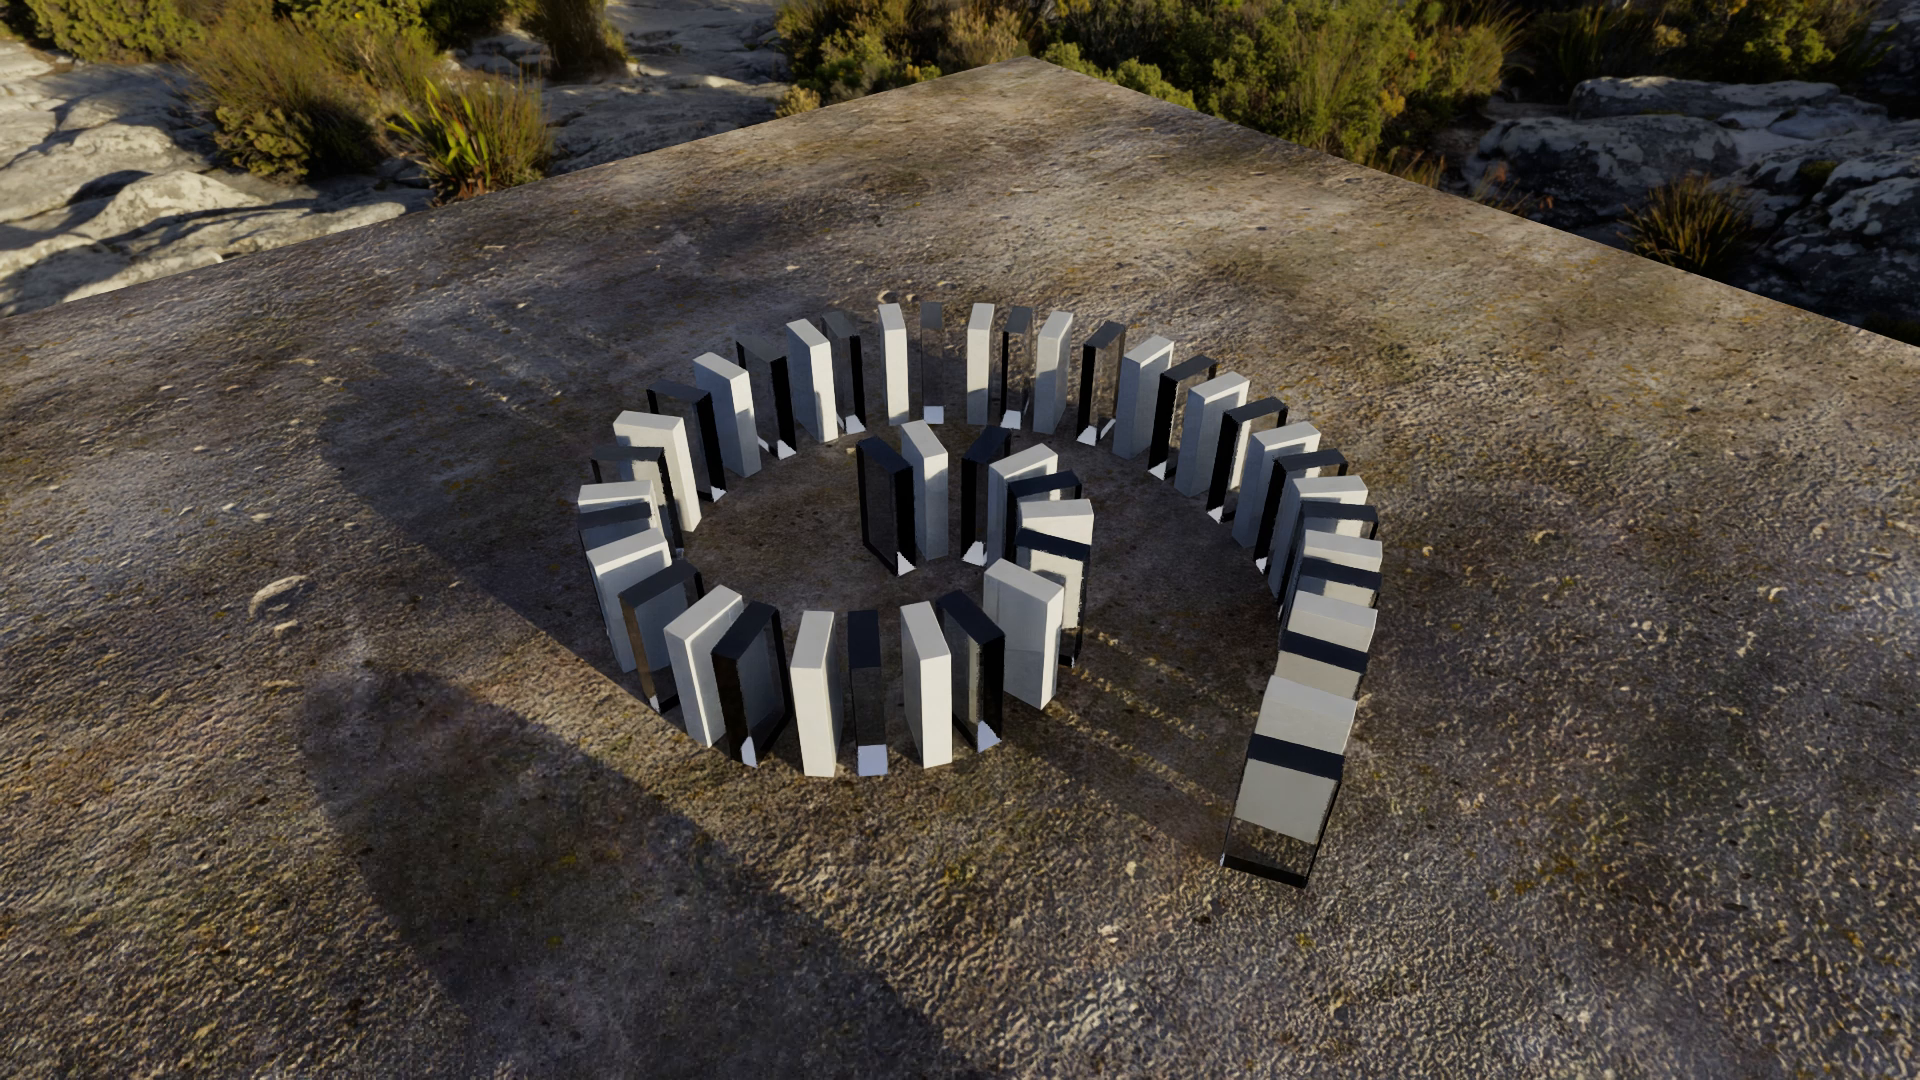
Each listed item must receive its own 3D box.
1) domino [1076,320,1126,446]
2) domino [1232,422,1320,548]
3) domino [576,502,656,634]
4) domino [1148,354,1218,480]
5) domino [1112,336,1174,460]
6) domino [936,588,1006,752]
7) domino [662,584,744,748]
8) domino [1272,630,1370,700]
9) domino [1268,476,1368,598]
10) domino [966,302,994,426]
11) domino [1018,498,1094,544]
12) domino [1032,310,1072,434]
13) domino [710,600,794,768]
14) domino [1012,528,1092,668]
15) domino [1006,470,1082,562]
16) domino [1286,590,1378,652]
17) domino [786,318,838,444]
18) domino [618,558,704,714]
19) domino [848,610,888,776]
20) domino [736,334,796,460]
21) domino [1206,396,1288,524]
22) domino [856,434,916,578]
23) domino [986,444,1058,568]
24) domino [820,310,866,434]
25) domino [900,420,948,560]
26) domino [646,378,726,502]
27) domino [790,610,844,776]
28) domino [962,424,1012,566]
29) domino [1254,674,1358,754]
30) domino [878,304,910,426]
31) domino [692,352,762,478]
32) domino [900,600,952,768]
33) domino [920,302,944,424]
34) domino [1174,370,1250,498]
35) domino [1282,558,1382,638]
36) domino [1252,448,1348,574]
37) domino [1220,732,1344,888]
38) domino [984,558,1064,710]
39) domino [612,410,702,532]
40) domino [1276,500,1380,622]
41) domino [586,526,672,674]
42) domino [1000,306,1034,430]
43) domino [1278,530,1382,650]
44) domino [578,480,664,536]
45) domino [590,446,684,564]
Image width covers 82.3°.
[{"bbox_3d":[0.064,-0.071,0.498,0.009,0.050,0.025,20,43,22],"label":"domino"},{"bbox_3d":[0.125,-0.021,0.438,0.025,0.050,0.010,-14,41,-16],"label":"domino"},{"bbox_3d":[-0.120,0.011,0.398,0.025,0.050,0.010,-12,41,-14],"label":"domino"},{"bbox_3d":[0.096,-0.053,0.476,0.025,0.050,0.009,-28,47,-30],"label":"domino"},{"bbox_3d":[0.081,-0.063,0.488,0.010,0.050,0.025,30,48,31],"label":"domino"},{"bbox_3d":[0.003,0.043,0.359,0.010,0.050,0.025,-22,44,-25],"label":"domino"},{"bbox_3d":[-0.081,0.042,0.360,0.009,0.050,0.025,23,45,26],"label":"domino"},{"bbox_3d":[0.110,0.053,0.347,0.025,0.050,0.010,16,42,19],"label":"domino"},{"bbox_3d":[0.133,-0.001,0.412,0.025,0.050,0.010,-3,39,-4],"label":"domino"},{"bbox_3d":[0.010,-0.081,0.511,0.009,0.050,0.025,5,40,6],"label":"domino"},{"bbox_3d":[0.034,0.008,0.401,0.025,0.050,0.010,-3,39,-4],"label":"domino"},{"bbox_3d":[0.043,-0.077,0.505,0.009,0.050,0.025,12,41,14],"label":"domino"},{"bbox_3d":[-0.066,0.047,0.354,0.009,0.050,0.025,14,41,16],"label":"domino"},{"bbox_3d":[0.031,0.021,0.386,0.025,0.050,0.010,14,41,17],"label":"domino"},{"bbox_3d":[0.031,-0.001,0.413,0.025,0.050,0.009,-12,41,-14],"label":"domino"},{"bbox_3d":[0.118,0.041,0.361,0.025,0.050,0.009,15,42,17],"label":"domino"},{"bbox_3d":[-0.067,-0.072,0.499,0.010,0.050,0.025,-21,44,-24],"label":"domino"},{"bbox_3d":[-0.097,0.033,0.371,0.009,0.050,0.025,32,49,33],"label":"domino"},{"bbox_3d":[-0.029,0.049,0.351,0.010,0.050,0.025,-4,39,-4],"label":"domino"},{"bbox_3d":[-0.086,-0.063,0.489,0.010,0.050,0.025,-28,47,-30],"label":"domino"},{"bbox_3d":[0.117,-0.032,0.451,0.025,0.050,0.009,-18,43,-21],"label":"domino"},{"bbox_3d":[-0.029,-0.013,0.427,0.009,0.050,0.025,-24,45,-27],"label":"domino"},{"bbox_3d":[0.024,-0.011,0.424,0.025,0.050,0.009,-24,45,-26],"label":"domino"},{"bbox_3d":[-0.053,-0.077,0.505,0.009,0.050,0.025,-16,42,-19],"label":"domino"},{"bbox_3d":[-0.014,-0.019,0.435,0.010,0.050,0.025,-15,42,-18],"label":"domino"},{"bbox_3d":[-0.114,-0.041,0.462,0.025,0.050,0.010,17,42,20],"label":"domino"},{"bbox_3d":[-0.045,0.050,0.351,0.010,0.050,0.025,2,39,3],"label":"domino"},{"bbox_3d":[0.010,-0.017,0.432,0.009,0.050,0.025,17,42,19],"label":"domino"},{"bbox_3d":[0.101,0.065,0.332,0.025,0.050,0.009,16,42,19],"label":"domino"},{"bbox_3d":[-0.031,-0.081,0.511,0.009,0.050,0.025,-6,40,-8],"label":"domino"},{"bbox_3d":[-0.101,-0.054,0.477,0.025,0.050,0.009,29,47,31],"label":"domino"},{"bbox_3d":[-0.011,0.047,0.354,0.009,0.050,0.025,-11,41,-13],"label":"domino"},{"bbox_3d":[-0.013,-0.082,0.512,0.009,0.050,0.025,-1,39,-1],"label":"domino"},{"bbox_3d":[0.106,-0.044,0.465,0.025,0.050,0.010,-23,45,-26],"label":"domino"},{"bbox_3d":[0.124,0.030,0.374,0.025,0.050,0.010,13,41,15],"label":"domino"},{"bbox_3d":[0.131,-0.010,0.424,0.025,0.050,0.010,-9,40,-11],"label":"domino"},{"bbox_3d":[0.092,0.078,0.316,0.025,0.050,0.010,13,41,15],"label":"domino"},{"bbox_3d":[0.021,0.032,0.372,0.025,0.050,0.009,25,45,27],"label":"domino"},{"bbox_3d":[-0.122,-0.027,0.445,0.025,0.050,0.010,8,40,9],"label":"domino"},{"bbox_3d":[0.133,0.009,0.400,0.025,0.050,0.010,5,40,6],"label":"domino"},{"bbox_3d":[-0.112,0.022,0.385,0.025,0.050,0.009,-22,44,-25],"label":"domino"},{"bbox_3d":[0.026,-0.079,0.509,0.010,0.050,0.025,8,40,10],"label":"domino"},{"bbox_3d":[0.129,0.021,0.386,0.025,0.050,0.009,10,40,12],"label":"domino"},{"bbox_3d":[-0.123,0.002,0.410,0.025,0.050,0.009,-5,40,-6],"label":"domino"},{"bbox_3d":[-0.125,-0.013,0.427,0.025,0.050,0.009,1,39,2],"label":"domino"}]
